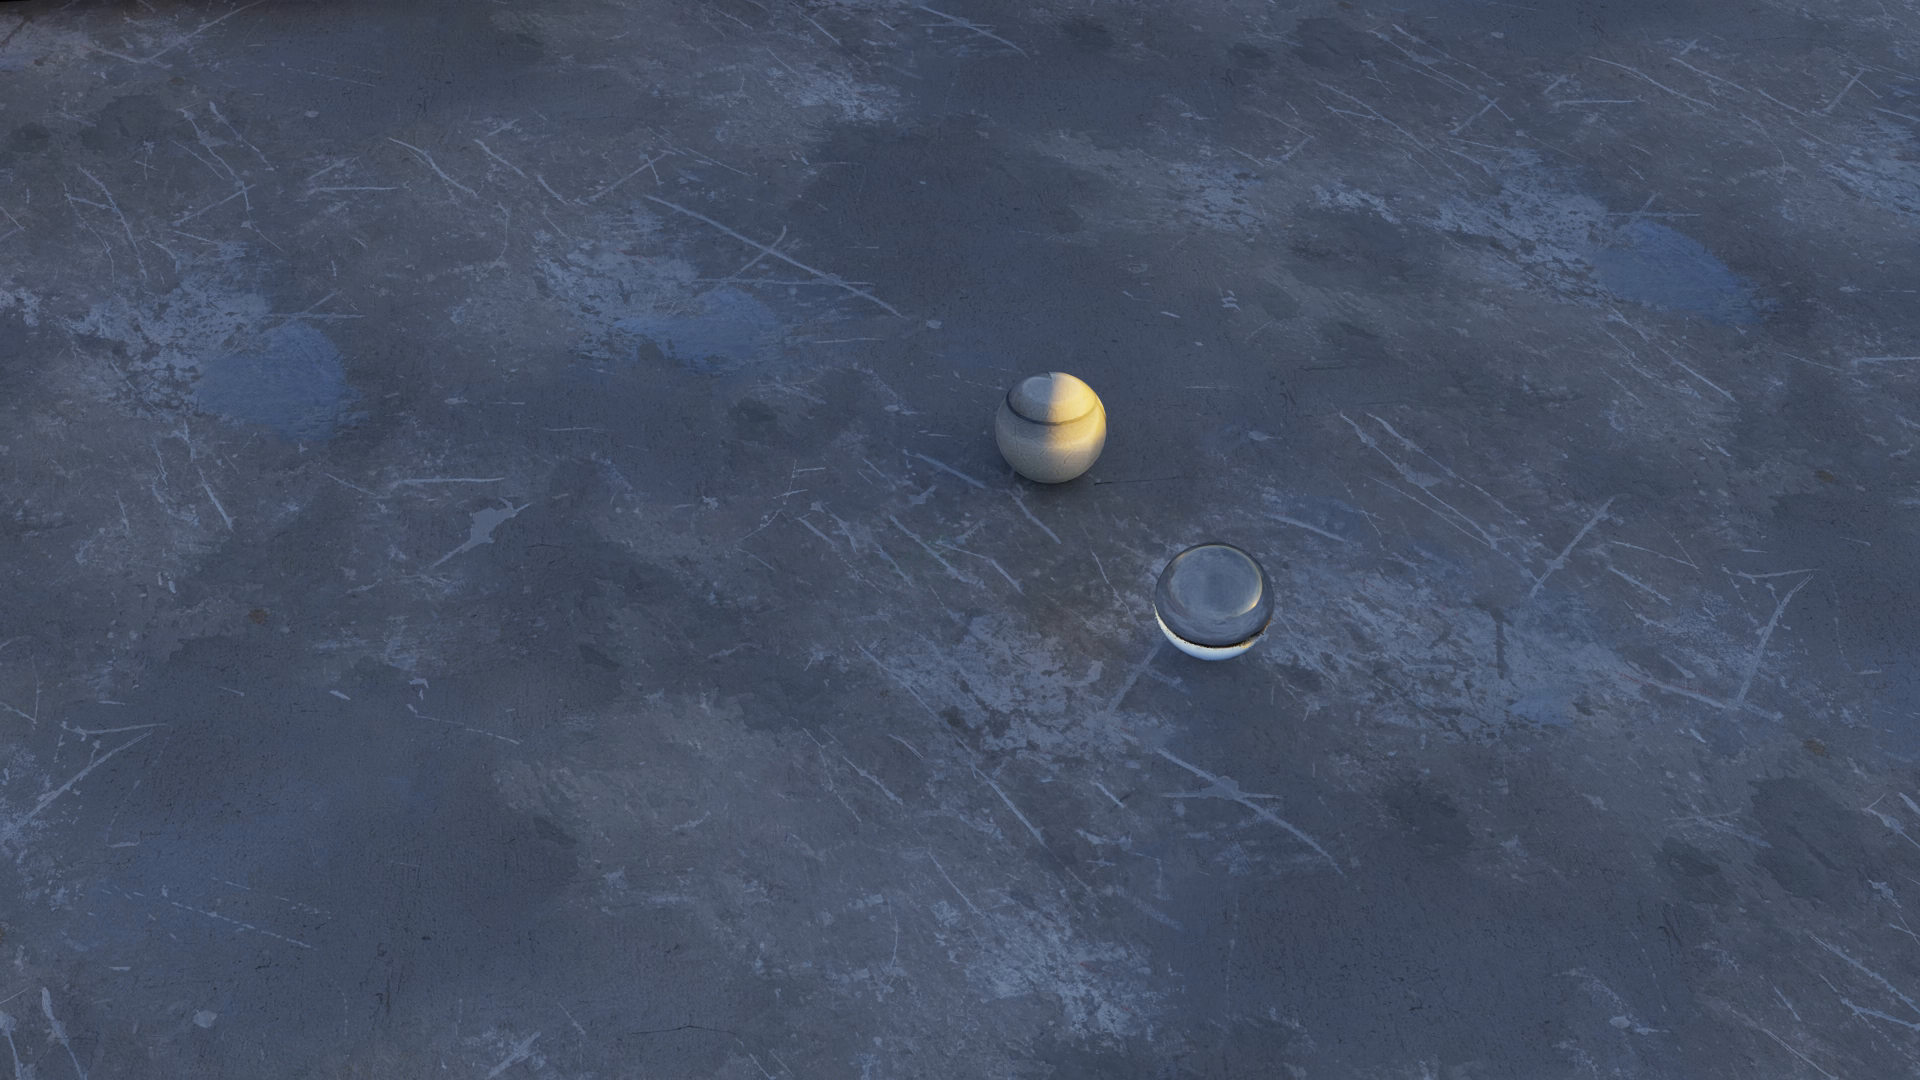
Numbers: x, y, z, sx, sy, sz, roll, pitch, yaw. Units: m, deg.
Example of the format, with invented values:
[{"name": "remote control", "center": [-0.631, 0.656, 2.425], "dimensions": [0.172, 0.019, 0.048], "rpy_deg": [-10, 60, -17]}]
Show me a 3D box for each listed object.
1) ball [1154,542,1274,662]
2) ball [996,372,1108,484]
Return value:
[{"name": "ball", "center": [0.149, 0.036, 1.508], "dimensions": [0.070, 0.070, 0.070], "rpy_deg": [0, 36, 0]}, {"name": "ball", "center": [0.059, -0.072, 1.654], "dimensions": [0.072, 0.072, 0.072], "rpy_deg": [0, 36, 0]}]
